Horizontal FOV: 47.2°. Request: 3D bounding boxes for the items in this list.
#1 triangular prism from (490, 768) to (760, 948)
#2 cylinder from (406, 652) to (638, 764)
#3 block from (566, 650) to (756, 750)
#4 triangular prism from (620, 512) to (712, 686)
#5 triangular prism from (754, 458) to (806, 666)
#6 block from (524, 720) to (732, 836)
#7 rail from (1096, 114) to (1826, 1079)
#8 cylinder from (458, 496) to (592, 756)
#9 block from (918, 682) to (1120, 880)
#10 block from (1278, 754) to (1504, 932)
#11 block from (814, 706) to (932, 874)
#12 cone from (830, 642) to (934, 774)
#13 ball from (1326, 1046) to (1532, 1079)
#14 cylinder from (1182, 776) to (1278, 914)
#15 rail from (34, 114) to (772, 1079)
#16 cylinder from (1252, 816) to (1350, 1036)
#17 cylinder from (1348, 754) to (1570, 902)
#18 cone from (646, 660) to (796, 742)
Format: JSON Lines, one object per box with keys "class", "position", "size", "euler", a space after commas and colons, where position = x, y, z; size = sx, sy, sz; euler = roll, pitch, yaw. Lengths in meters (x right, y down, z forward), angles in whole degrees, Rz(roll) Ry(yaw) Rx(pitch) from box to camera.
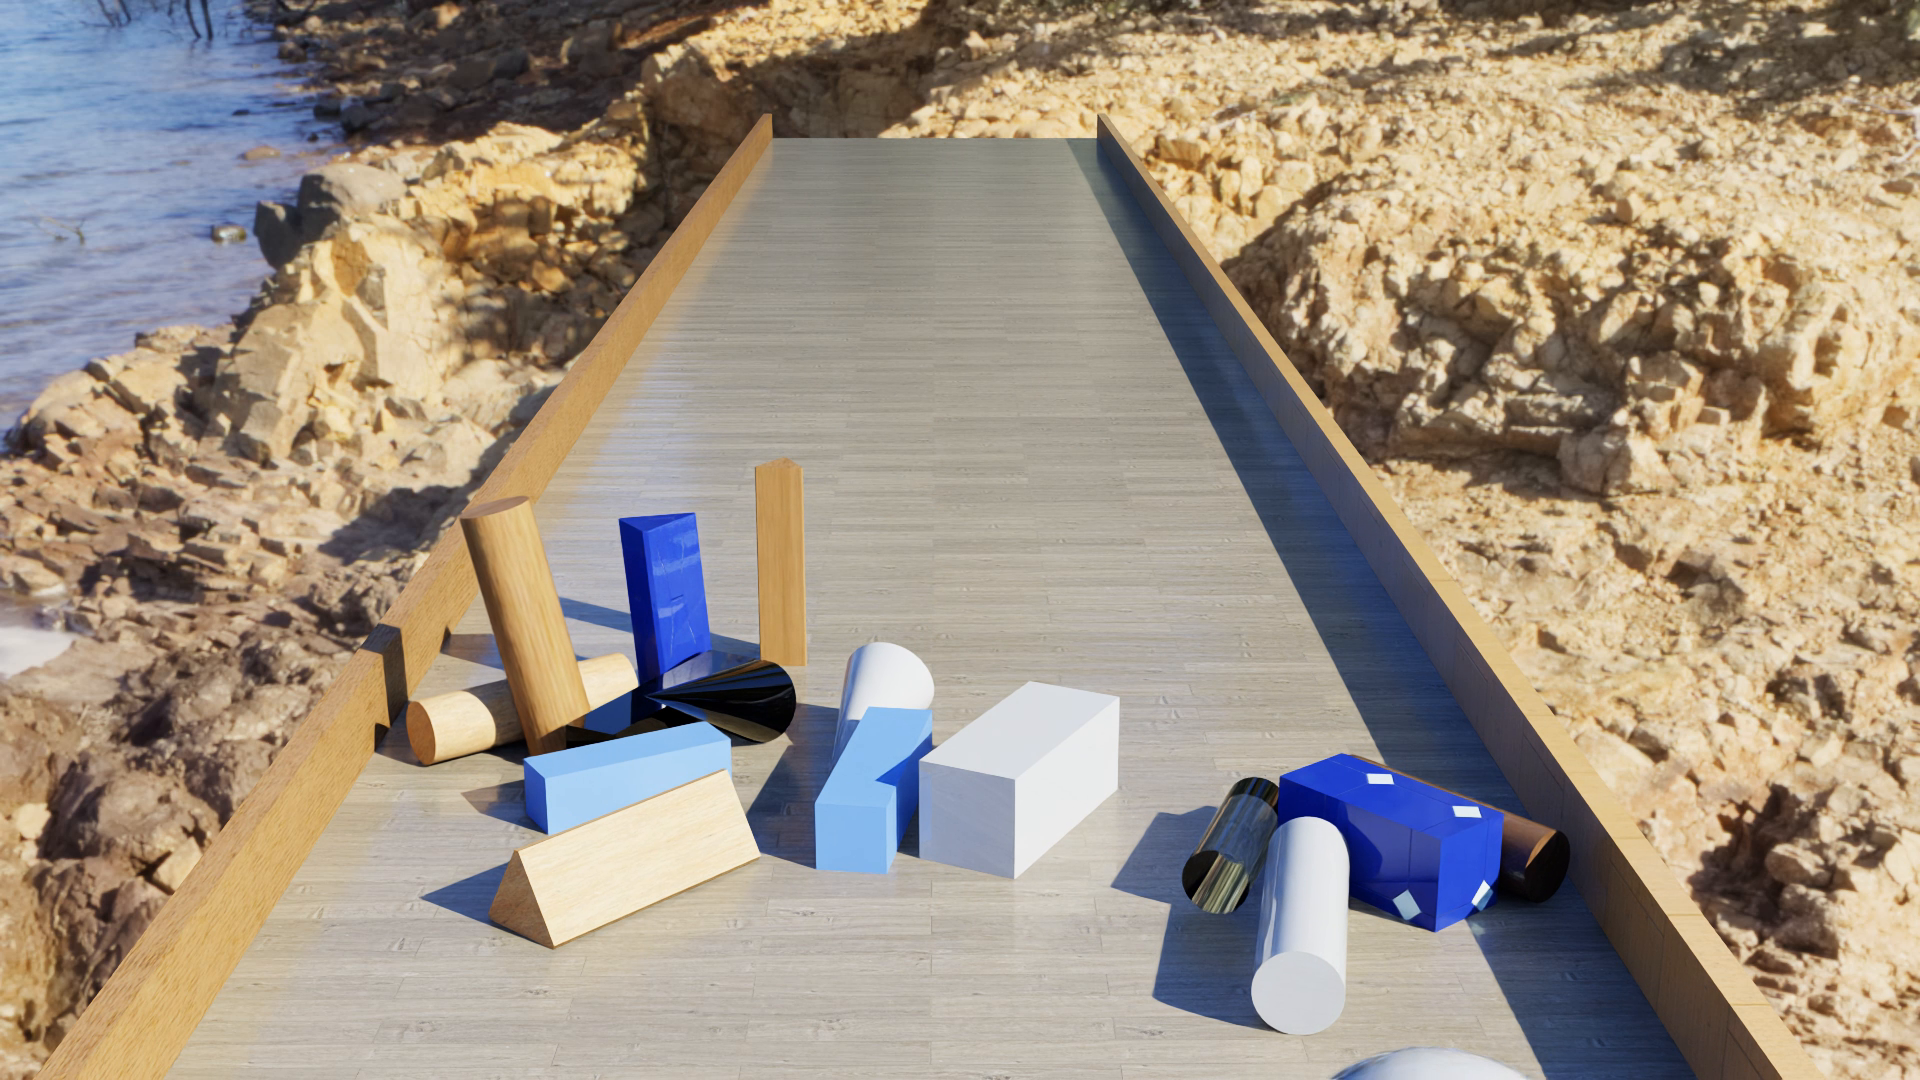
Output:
{"class": "triangular prism", "position": [-0.513, 0.473, 3.389], "size": [0.154, 0.133, 0.415], "euler": [15, 22, 39]}
{"class": "cylinder", "position": [-0.791, 0.304, 4.001], "size": [0.408, 0.116, 0.116], "euler": [-13, 21, -37]}
{"class": "block", "position": [-0.533, 0.319, 3.974], "size": [0.102, 0.102, 0.441], "euler": [9, 19, 27]}
{"class": "triangular prism", "position": [-0.542, 0.125, 4.176], "size": [0.126, 0.342, 0.145], "euler": [-12, 15, -25]}
{"class": "triangular prism", "position": [-0.349, 0.043, 4.366], "size": [0.093, 0.407, 0.080], "euler": [1, 17, 4]}
{"class": "block", "position": [-0.558, 0.399, 3.710], "size": [0.332, 0.100, 0.100], "euler": [-10, 19, -30]}
{"class": "rail", "position": [0.932, -0.844, 7.801], "size": [0.050, 0.150, 12.000], "euler": [0, 17, -1]}
{"class": "cylinder", "position": [-0.755, 0.159, 3.864], "size": [0.125, 0.456, 0.125], "euler": [-13, 14, 3]}
{"class": "block", "position": [0.103, 0.388, 3.626], "size": [0.169, 0.169, 0.405], "euler": [8, 18, 26]}
{"class": "block", "position": [0.661, 0.463, 3.406], "size": [0.150, 0.150, 0.316], "euler": [-14, 21, -38]}
{"class": "block", "position": [-0.138, 0.408, 3.654], "size": [0.113, 0.113, 0.430], "euler": [3, 17, 9]}
{"class": "cone", "position": [-0.179, 0.346, 3.917], "size": [0.172, 0.172, 0.336], "euler": [5, 32, 17]}
{"class": "ball", "position": [0.487, 0.700, 2.251], "size": [0.355, 0.355, 0.355], "euler": [0, 17, 0]}
{"class": "cylinder", "position": [0.435, 0.475, 3.448], "size": [0.104, 0.104, 0.300], "euler": [6, 17, 19]}
{"class": "rail", "position": [-1.118, -0.838, 7.780], "size": [0.050, 0.150, 12.000], "euler": [0, 17, -1]}
{"class": "cylinder", "position": [0.495, 0.547, 3.169], "size": [0.125, 0.125, 0.450], "euler": [3, 17, 10]}
{"class": "cylinder", "position": [0.767, 0.454, 3.497], "size": [0.116, 0.116, 0.400], "euler": [-13, 21, -38]}
{"class": "cone", "position": [-0.445, 0.276, 3.823], "size": [0.151, 0.151, 0.376], "euler": [9, -1, 26]}
